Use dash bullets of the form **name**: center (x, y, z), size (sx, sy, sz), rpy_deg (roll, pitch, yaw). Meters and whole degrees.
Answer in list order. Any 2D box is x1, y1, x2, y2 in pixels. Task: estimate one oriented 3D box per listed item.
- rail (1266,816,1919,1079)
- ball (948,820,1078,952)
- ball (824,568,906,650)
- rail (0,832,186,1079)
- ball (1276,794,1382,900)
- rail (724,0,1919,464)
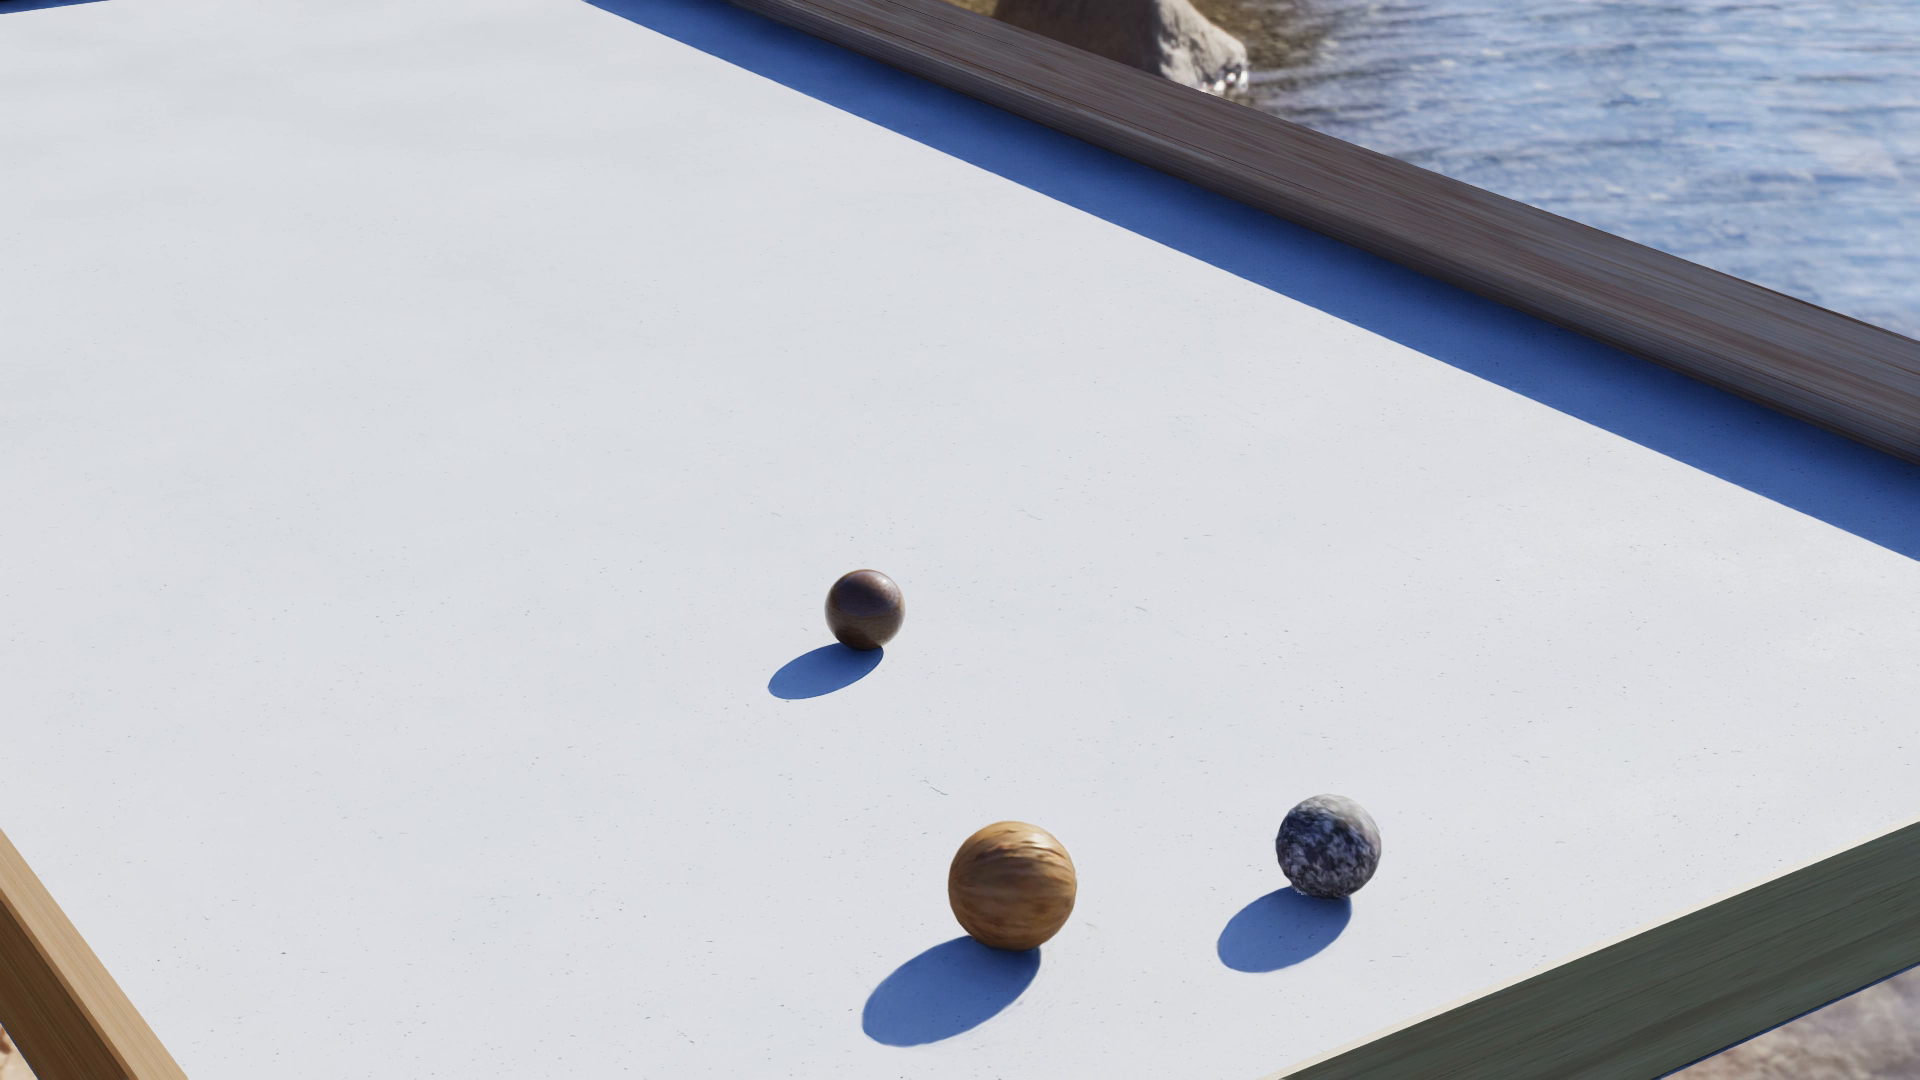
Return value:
- **rail**: center (0.427, 0.237, 1.690), size (1.634, 0.107, 0.045), rpy_deg (-15, 28, -31)
- **ball**: center (0.032, 0.210, 1.788), size (0.079, 0.079, 0.079), rpy_deg (0, 23, 0)
- **ball**: center (-0.070, 0.052, 2.177), size (0.061, 0.061, 0.061), rpy_deg (0, 23, 0)
- **rail**: center (-1.101, -0.107, 2.482), size (0.045, 0.107, 3.177), rpy_deg (-15, 28, -31)
- **ball**: center (0.231, 0.192, 1.846), size (0.066, 0.066, 0.066), rpy_deg (0, 23, 0)
- **rail**: center (0.221, -0.456, 3.288), size (0.045, 0.107, 3.177), rpy_deg (-15, 28, -31)
